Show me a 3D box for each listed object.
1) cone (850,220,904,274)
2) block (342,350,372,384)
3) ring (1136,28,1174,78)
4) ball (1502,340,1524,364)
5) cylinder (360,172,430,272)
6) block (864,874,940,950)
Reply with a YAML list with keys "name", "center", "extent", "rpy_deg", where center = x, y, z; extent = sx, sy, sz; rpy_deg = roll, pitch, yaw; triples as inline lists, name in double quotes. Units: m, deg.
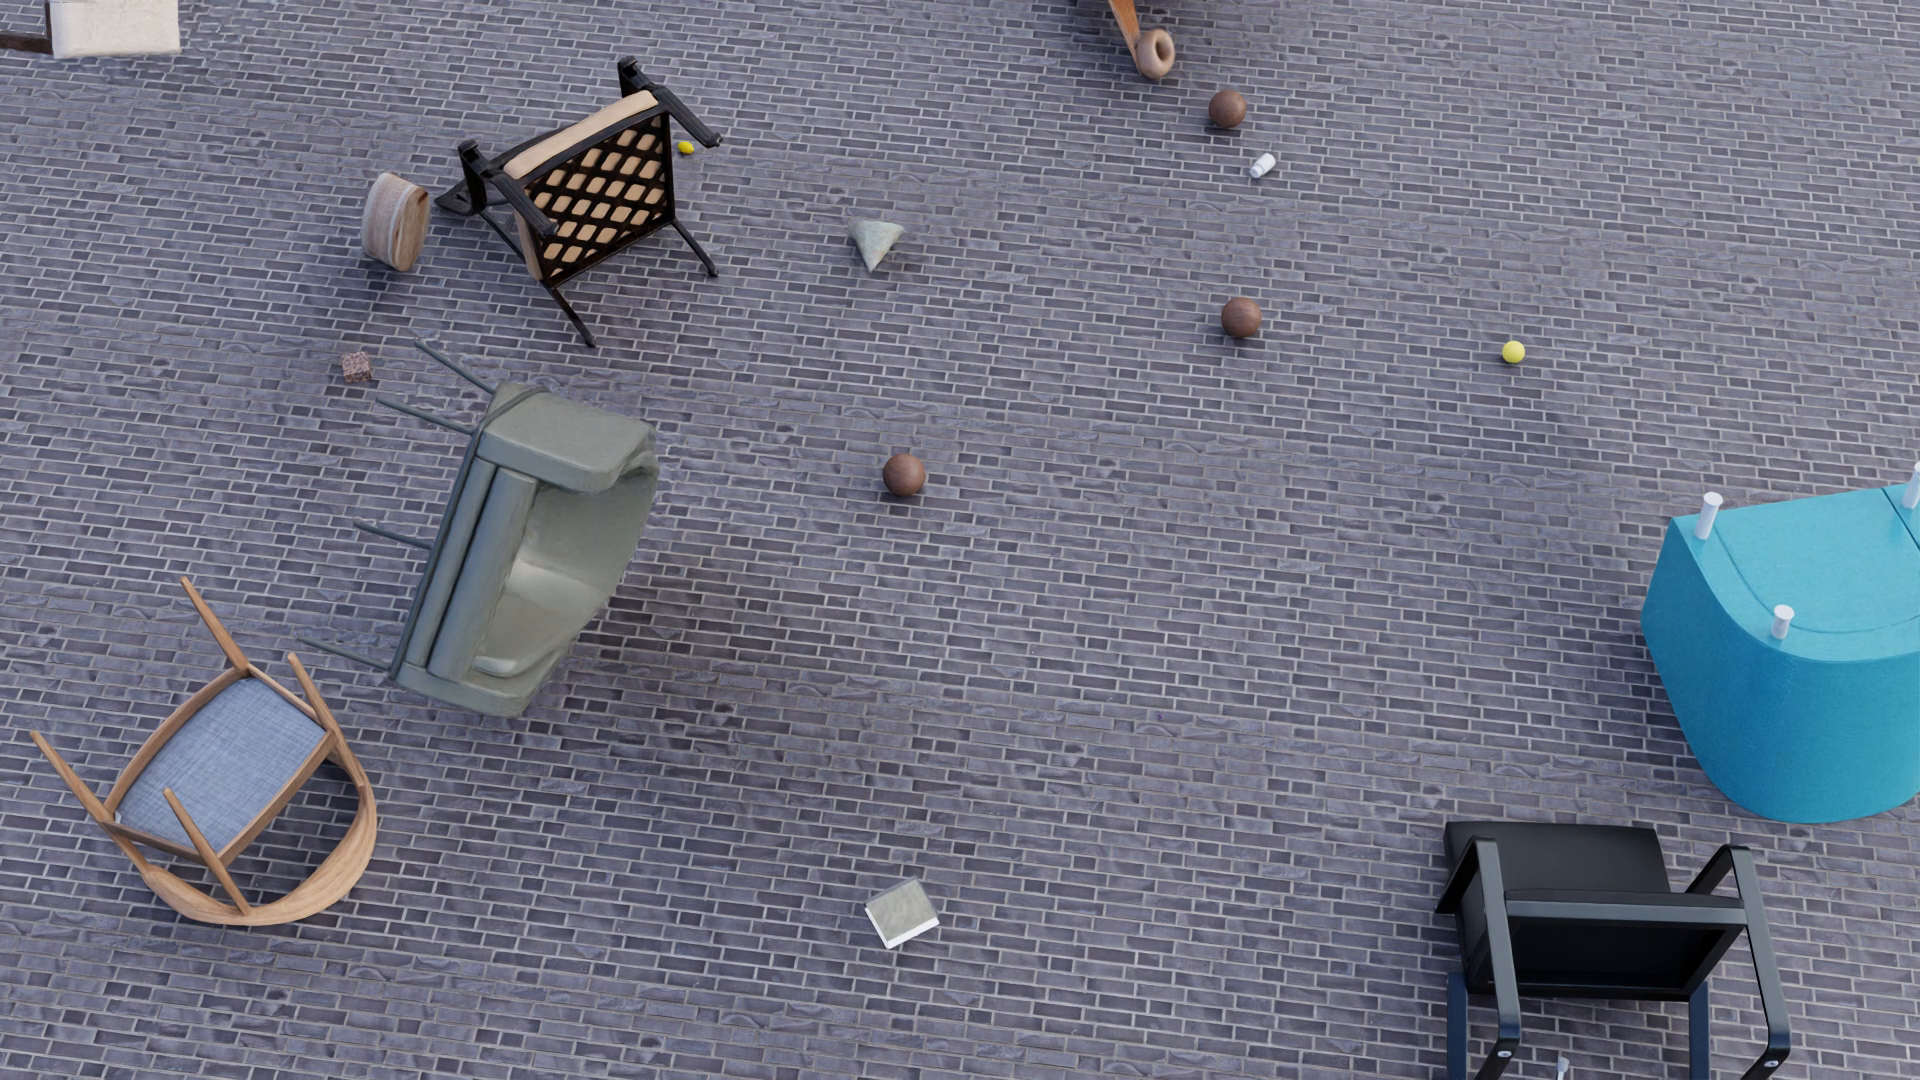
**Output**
- name: "cone"
  center: [-0.281, -0.943, 7.163]
  extent: [0.201, 0.147, 0.156]
  rpy_deg: [3, 83, 35]
- name: "block"
  center: [-1.896, -0.543, 6.913]
  extent: [0.079, 0.043, 0.083]
  rpy_deg: [-12, 57, -8]
- name: "ring"
  center: [0.679, -1.687, 7.629]
  extent: [0.140, 0.082, 0.199]
  rpy_deg: [32, 55, -30]
- name: "ball"
  center: [1.744, -0.592, 6.929]
  extent: [0.070, 0.070, 0.070]
  rpy_deg: [0, 56, 0]
- name: "cylinder"
  center: [-1.825, -1.027, 7.104]
  extent: [0.136, 0.294, 0.162]
  rpy_deg: [26, 29, 17]
- name: "block"
  center: [-0.155, 0.994, 5.875]
  extent: [0.157, 0.053, 0.135]
  rpy_deg: [-24, 60, -16]
